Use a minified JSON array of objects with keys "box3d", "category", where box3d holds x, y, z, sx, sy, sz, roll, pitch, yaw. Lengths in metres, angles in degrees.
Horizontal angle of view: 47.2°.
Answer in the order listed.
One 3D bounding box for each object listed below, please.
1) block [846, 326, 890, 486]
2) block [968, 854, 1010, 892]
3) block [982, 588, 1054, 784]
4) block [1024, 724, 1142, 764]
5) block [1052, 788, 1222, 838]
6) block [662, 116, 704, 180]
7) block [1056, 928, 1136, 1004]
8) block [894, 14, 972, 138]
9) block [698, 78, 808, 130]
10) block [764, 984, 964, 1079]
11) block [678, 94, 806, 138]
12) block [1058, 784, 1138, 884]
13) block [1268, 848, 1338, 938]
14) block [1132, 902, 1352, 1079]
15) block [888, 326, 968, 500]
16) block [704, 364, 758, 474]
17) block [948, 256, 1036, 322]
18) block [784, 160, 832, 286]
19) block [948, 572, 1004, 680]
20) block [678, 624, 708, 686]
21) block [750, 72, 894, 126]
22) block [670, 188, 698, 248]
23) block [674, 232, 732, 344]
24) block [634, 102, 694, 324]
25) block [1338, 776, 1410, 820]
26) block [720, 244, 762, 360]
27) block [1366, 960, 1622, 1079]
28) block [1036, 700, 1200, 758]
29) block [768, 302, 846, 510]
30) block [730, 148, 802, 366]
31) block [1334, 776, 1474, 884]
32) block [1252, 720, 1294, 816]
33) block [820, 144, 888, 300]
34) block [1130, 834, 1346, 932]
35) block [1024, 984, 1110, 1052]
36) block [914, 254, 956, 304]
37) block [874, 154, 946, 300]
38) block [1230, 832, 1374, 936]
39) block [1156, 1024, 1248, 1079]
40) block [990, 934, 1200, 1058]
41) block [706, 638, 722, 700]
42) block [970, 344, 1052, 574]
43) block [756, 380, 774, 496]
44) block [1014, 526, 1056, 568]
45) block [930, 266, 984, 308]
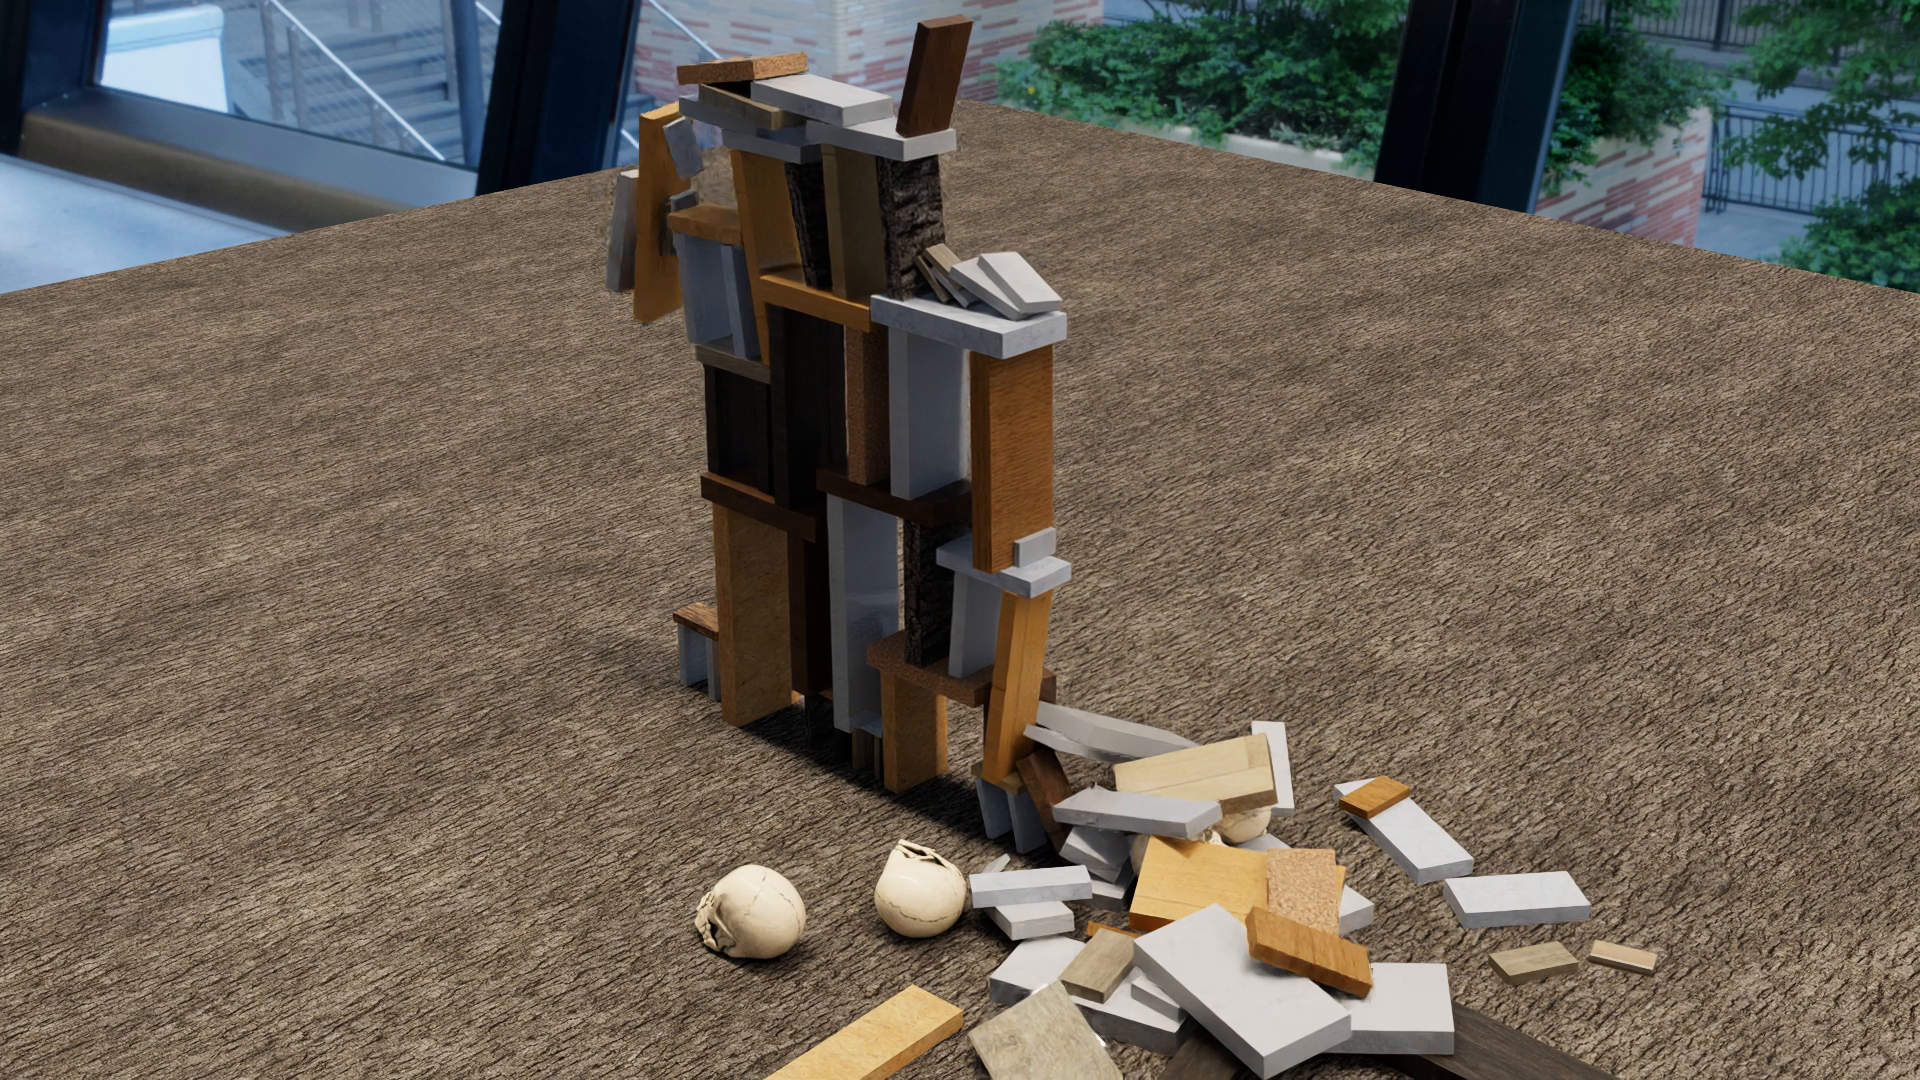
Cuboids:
[{"box3d":[-0.148,-0.279,4.270,0.045,0.315,0.158,18,29,37],"category":"block"},{"box3d":[0.055,0.638,4.200,0.050,0.014,0.101,-36,3,33],"category":"block"},{"box3d":[0.110,0.265,4.226,0.033,0.418,0.118,24,32,31],"category":"block"},{"box3d":[0.284,0.426,4.418,0.081,0.023,0.473,22,1,35],"category":"block"},{"box3d":[0.330,0.512,4.131,0.327,0.030,0.106,0,16,45],"category":"block"},{"box3d":[-0.562,-0.799,4.478,0.058,0.116,0.016,-35,36,-30],"category":"block"},{"box3d":[0.248,0.744,3.847,0.089,0.025,0.178,12,26,26],"category":"block"},{"box3d":[-0.047,-0.827,3.923,0.106,0.212,0.030,-21,48,-40],"category":"block"},{"box3d":[-0.383,-0.845,4.251,0.129,0.036,0.257,-17,31,-35],"category":"block"},{"box3d":[-0.199,0.878,3.649,0.117,0.033,0.484,19,29,38],"category":"block"},{"box3d":[-0.428,-0.844,4.341,0.128,0.036,0.257,-19,31,-38],"category":"block"},{"box3d":[0.280,0.566,4.252,0.117,0.033,0.234,27,28,6],"category":"block"},{"box3d":[0.604,0.651,3.879,0.120,0.034,0.239,0,45,7],"category":"block"},{"box3d":[0.469,0.753,3.698,0.179,0.051,0.364,-19,31,-25],"category":"block"},{"box3d":[-0.060,-0.262,4.199,0.048,0.339,0.170,18,29,37],"category":"block"},{"box3d":[-0.477,-0.269,4.627,0.034,0.242,0.121,22,31,40],"category":"block"},{"box3d":[0.067,-0.457,3.998,0.163,0.023,0.081,37,39,25],"category":"block"},{"box3d":[-0.264,-0.618,4.248,0.034,0.237,0.118,4,19,45],"category":"block"},{"box3d":[0.035,0.144,4.278,0.033,0.236,0.118,23,32,35],"category":"block"},{"box3d":[-0.600,0.248,4.981,0.022,0.152,0.076,21,31,41],"category":"block"},{"box3d":[-0.261,-0.832,4.144,0.257,0.036,0.129,24,33,39],"category":"block"},{"box3d":[-0.571,-0.665,4.560,0.016,0.116,0.058,32,46,33],"category":"block"},{"box3d":[-0.521,-0.533,4.560,0.116,0.231,0.033,-21,24,-40],"category":"block"},{"box3d":[-0.624,-0.686,4.628,0.036,0.458,0.128,23,35,26],"category":"block"},{"box3d":[0.835,0.518,4.427,0.141,0.020,0.071,-20,30,-39],"category":"block"},{"box3d":[-0.417,-0.494,4.458,0.033,0.231,0.116,11,25,41],"category":"block"},{"box3d":[0.926,0.890,3.600,0.866,0.049,0.175,21,30,40],"category":"block"},{"box3d":[0.346,0.404,4.482,0.151,0.043,0.460,22,3,41],"category":"block"},{"box3d":[-0.305,-0.283,4.423,0.157,0.427,0.045,-21,31,-40],"category":"block"},{"box3d":[-0.371,-0.573,4.392,0.034,0.432,0.118,8,22,44],"category":"block"},{"box3d":[0.876,0.572,4.368,0.120,0.034,0.343,-8,24,-17],"category":"block"},{"box3d":[0.654,0.476,4.612,0.071,0.020,0.374,2,23,4],"category":"block"},{"box3d":[-0.191,-0.615,4.168,0.037,0.291,0.132,15,27,42],"category":"block"},{"box3d":[0.501,0.644,3.959,0.358,0.051,0.179,8,46,15],"category":"block"},{"box3d":[0.163,0.831,3.706,0.089,0.025,0.178,-35,40,-15],"category":"block"},{"box3d":[-0.038,-0.486,4.064,0.051,0.014,0.102,-25,77,-45],"category":"block"},{"box3d":[-0.087,-0.589,4.071,0.037,0.264,0.132,11,25,39],"category":"block"},{"box3d":[0.621,0.658,4.154,0.151,0.043,0.302,-14,27,-29],"category":"block"},{"box3d":[0.418,0.872,3.667,0.106,0.030,0.211,12,26,27],"category":"block"},{"box3d":[0.247,0.787,3.842,0.349,0.049,0.175,12,26,26],"category":"block"},{"box3d":[-0.528,0.276,4.915,0.022,0.152,0.076,21,31,41],"category":"block"},{"box3d":[0.097,-0.162,4.067,0.048,0.424,0.170,19,30,40],"category":"block"},{"box3d":[-0.361,-0.225,4.522,0.034,0.242,0.121,22,31,39],"category":"block"},{"box3d":[0.141,0.014,4.132,0.014,0.050,0.101,22,31,40],"category":"block"},{"box3d":[-0.004,-0.471,4.045,0.102,0.014,0.051,47,42,17],"category":"block"}]
